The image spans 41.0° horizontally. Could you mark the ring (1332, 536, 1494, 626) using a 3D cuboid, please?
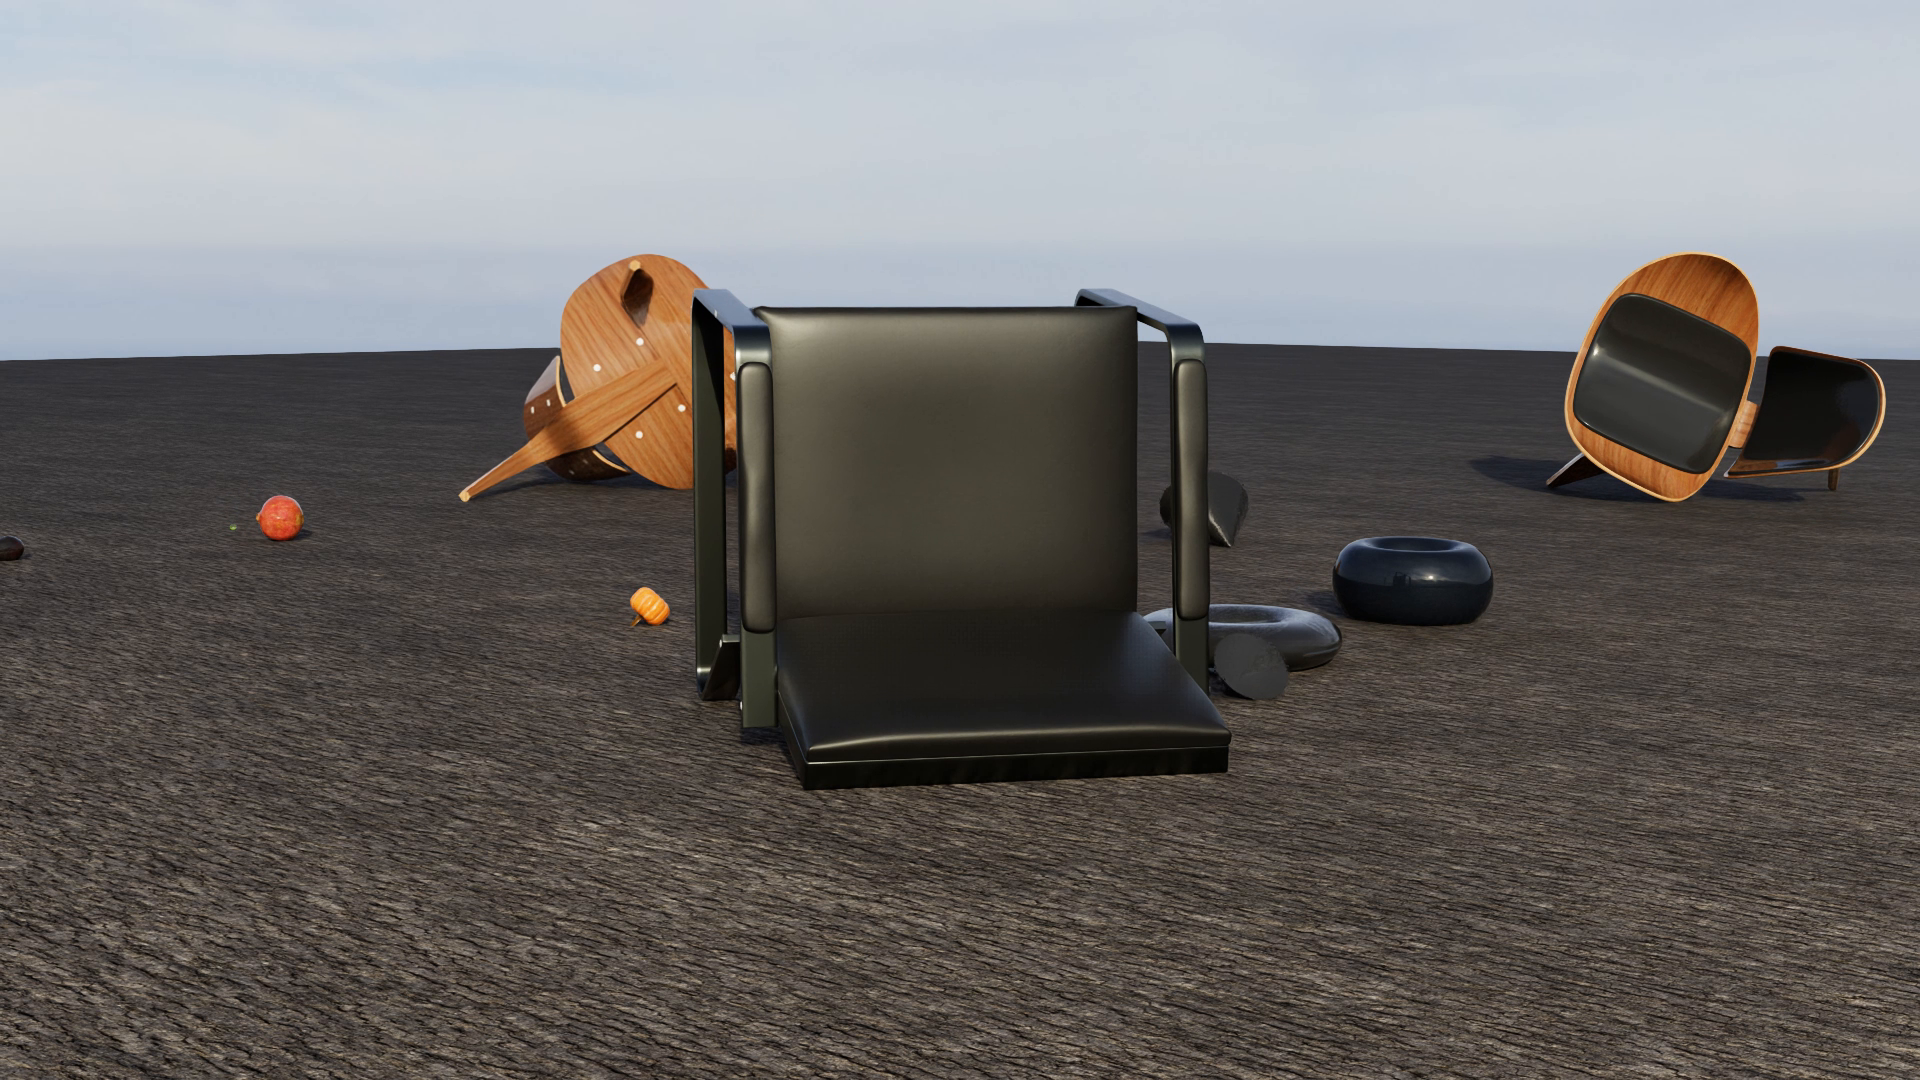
[{"bbox_3d":[0.871,0.079,4.942,0.316,0.146,0.282,7,11,41],"label":"ring"}]

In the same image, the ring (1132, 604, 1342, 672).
[{"bbox_3d":[0.473,0.167,4.393,0.358,0.082,0.402,3,6,24],"label":"ring"}]

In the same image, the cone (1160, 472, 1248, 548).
[{"bbox_3d":[0.631,-0.032,6.288,0.262,0.197,0.172,22,26,-35],"label":"cone"}]

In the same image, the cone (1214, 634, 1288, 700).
[{"bbox_3d":[0.440,0.218,4.054,0.128,0.109,0.094,25,-32,-7],"label":"cone"}]
